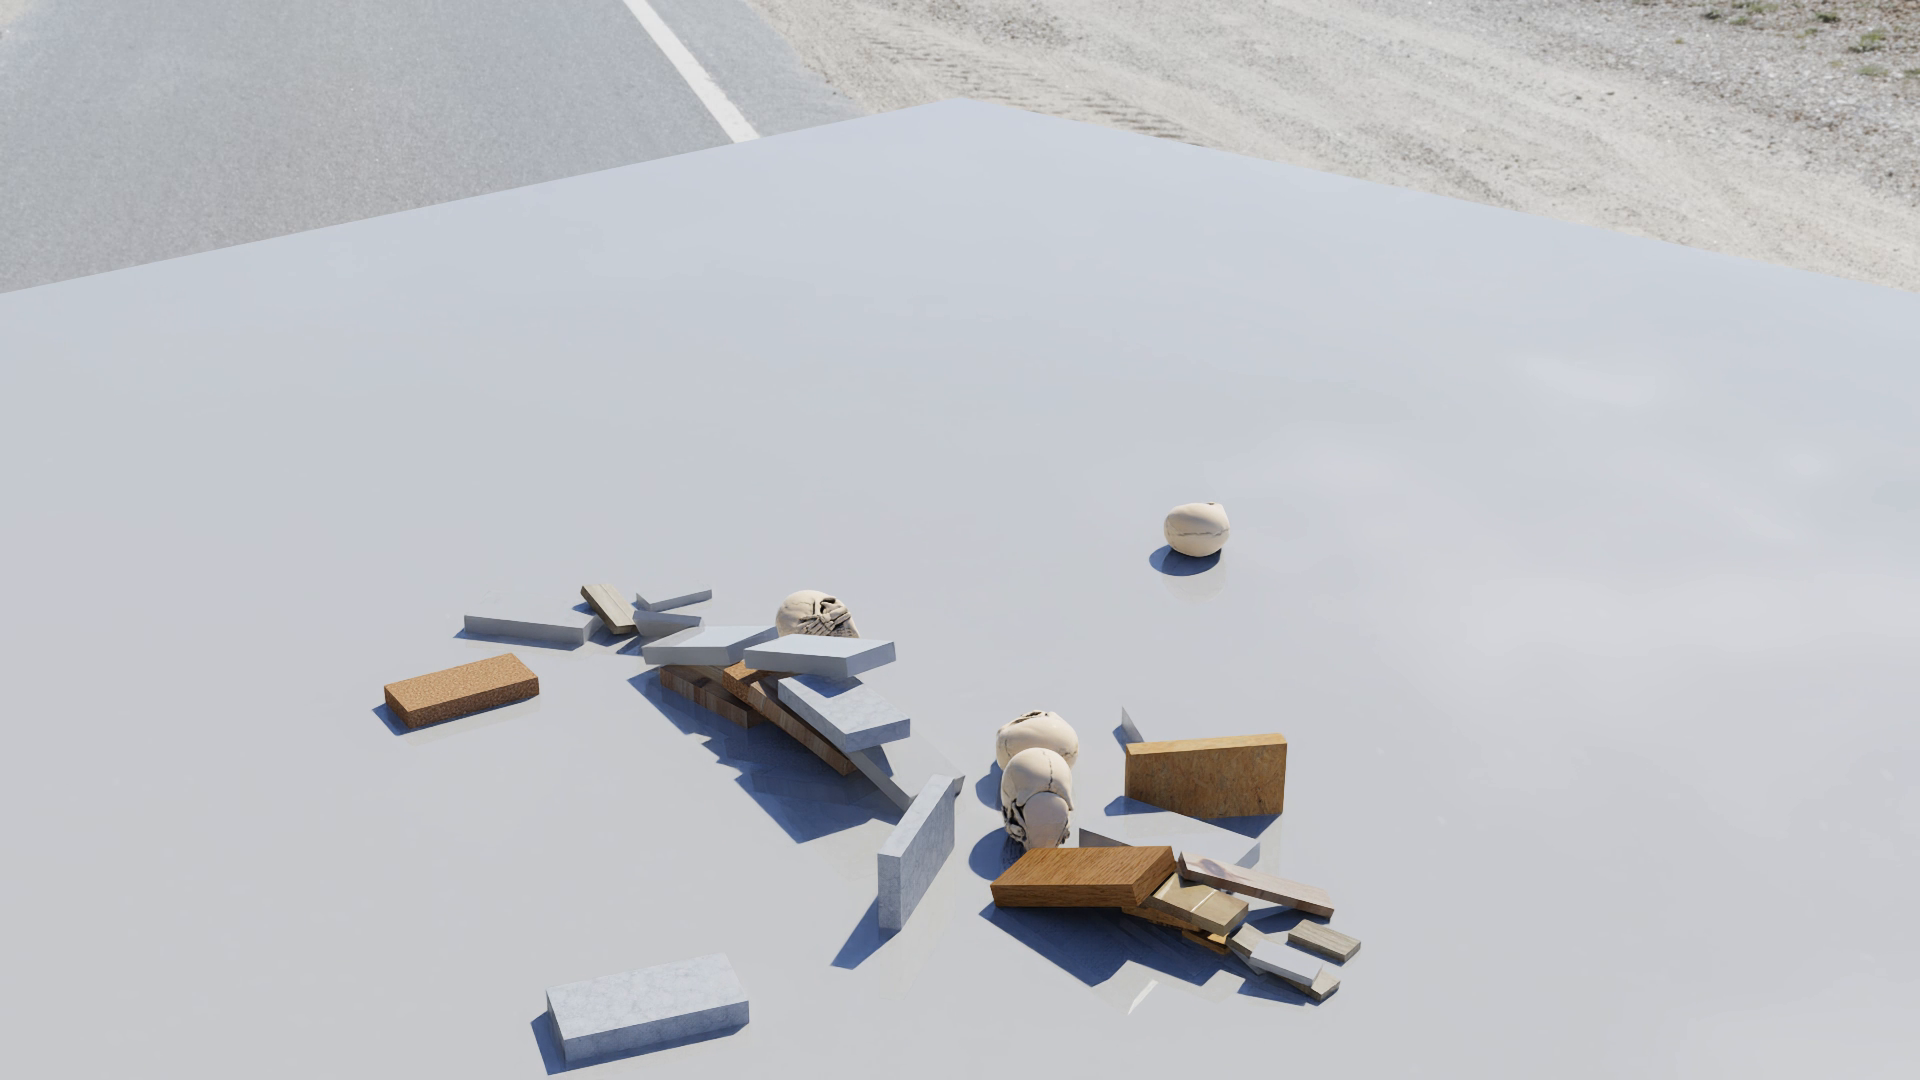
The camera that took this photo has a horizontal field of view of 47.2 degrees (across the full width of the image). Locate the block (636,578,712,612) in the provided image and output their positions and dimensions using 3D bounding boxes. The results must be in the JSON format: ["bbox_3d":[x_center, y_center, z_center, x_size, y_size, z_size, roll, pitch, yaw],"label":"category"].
[{"bbox_3d":[-0.704,0.135,5.412,0.166,0.023,0.083,-13,26,-29],"label":"block"}]

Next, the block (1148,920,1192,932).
[{"bbox_3d":[0.400,0.701,4.070,0.096,0.014,0.048,7,22,42],"label":"block"}]

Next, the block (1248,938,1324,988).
[{"bbox_3d":[0.579,0.750,3.901,0.118,0.017,0.059,18,30,21],"label":"block"}]

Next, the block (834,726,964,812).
[{"bbox_3d":[-0.144,0.440,4.566,0.150,0.042,0.300,-17,43,-39],"label":"block"}]

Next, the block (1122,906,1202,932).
[{"bbox_3d":[0.396,0.678,4.078,0.177,0.025,0.089,7,22,42],"label":"block"}]

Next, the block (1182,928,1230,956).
[{"bbox_3d":[0.460,0.727,4.029,0.096,0.014,0.048,20,30,39],"label":"block"}]

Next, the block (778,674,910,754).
[{"bbox_3d":[-0.243,0.349,4.568,0.150,0.042,0.300,-12,24,-29],"label":"block"}]

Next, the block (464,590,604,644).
[{"bbox_3d":[-1.015,0.184,5.272,0.303,0.043,0.152,5,24,13],"label":"block"}]

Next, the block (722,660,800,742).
[{"bbox_3d":[-0.359,0.349,4.799,0.304,0.043,0.152,32,36,30],"label":"block"}]

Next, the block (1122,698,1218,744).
[{"bbox_3d":[0.466,0.436,4.675,0.160,0.045,0.320,-5,23,-11],"label":"block"}]

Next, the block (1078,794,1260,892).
[{"bbox_3d":[0.405,0.590,4.263,0.313,0.044,0.157,15,27,32],"label":"block"}]

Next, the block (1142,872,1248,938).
[{"bbox_3d":[0.426,0.661,4.009,0.177,0.025,0.089,18,31,32],"label":"block"}]

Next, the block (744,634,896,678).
[{"bbox_3d":[-0.304,0.248,4.745,0.308,0.043,0.152,2,12,41],"label":"block"}]

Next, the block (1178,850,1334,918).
[{"bbox_3d":[0.552,0.642,4.099,0.296,0.020,0.070,16,19,-10],"label":"block"}]

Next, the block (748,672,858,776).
[{"bbox_3d":[-0.295,0.378,4.686,0.300,0.042,0.150,34,38,30],"label":"block"}]

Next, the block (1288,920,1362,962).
[{"bbox_3d":[0.665,0.732,4.015,0.118,0.017,0.059,17,28,35],"label":"block"}]

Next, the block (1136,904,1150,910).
[{"bbox_3d":[0.310,0.647,4.139,0.089,0.025,0.177,-22,21,-40],"label":"block"}]

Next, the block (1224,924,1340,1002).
[{"bbox_3d":[0.576,0.753,3.929,0.210,0.017,0.059,28,35,35],"label":"block"}]

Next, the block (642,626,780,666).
[{"bbox_3d":[-0.565,0.239,4.980,0.304,0.043,0.152,-3,14,45],"label":"block"}]

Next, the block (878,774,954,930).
[{"bbox_3d":[-0.081,0.588,4.173,0.044,0.157,0.313,7,24,17],"label":"block"}]

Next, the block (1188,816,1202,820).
[{"bbox_3d":[0.434,0.589,4.348,0.070,0.020,0.140,5,23,11],"label":"block"}]

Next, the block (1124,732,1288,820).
[{"bbox_3d":[0.493,0.480,4.424,0.320,0.160,0.045,-3,23,-8],"label":"block"}]

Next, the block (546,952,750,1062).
[{"bbox_3d":[-0.541,0.805,3.805,0.319,0.045,0.160,-8,24,-19],"label":"block"}]

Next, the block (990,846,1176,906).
[{"bbox_3d":[0.229,0.627,4.101,0.313,0.044,0.157,-7,15,36],"label":"block"}]

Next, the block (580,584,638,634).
[{"bbox_3d":[-0.831,0.163,5.262,0.083,0.023,0.166,-4,38,-43],"label":"block"}]

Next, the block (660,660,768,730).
[{"bbox_3d":[-0.517,0.329,4.929,0.152,0.043,0.304,-21,31,-41],"label":"block"}]

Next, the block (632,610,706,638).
[{"bbox_3d":[-0.681,0.203,5.180,0.166,0.083,0.023,5,61,12],"label":"block"}]

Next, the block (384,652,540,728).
[{"bbox_3d":[-1.113,0.335,4.917,0.303,0.043,0.152,-14,27,-31],"label":"block"}]

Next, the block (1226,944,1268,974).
[{"bbox_3d":[0.527,0.745,3.969,0.048,0.014,0.096,-12,34,-31],"label":"block"}]
